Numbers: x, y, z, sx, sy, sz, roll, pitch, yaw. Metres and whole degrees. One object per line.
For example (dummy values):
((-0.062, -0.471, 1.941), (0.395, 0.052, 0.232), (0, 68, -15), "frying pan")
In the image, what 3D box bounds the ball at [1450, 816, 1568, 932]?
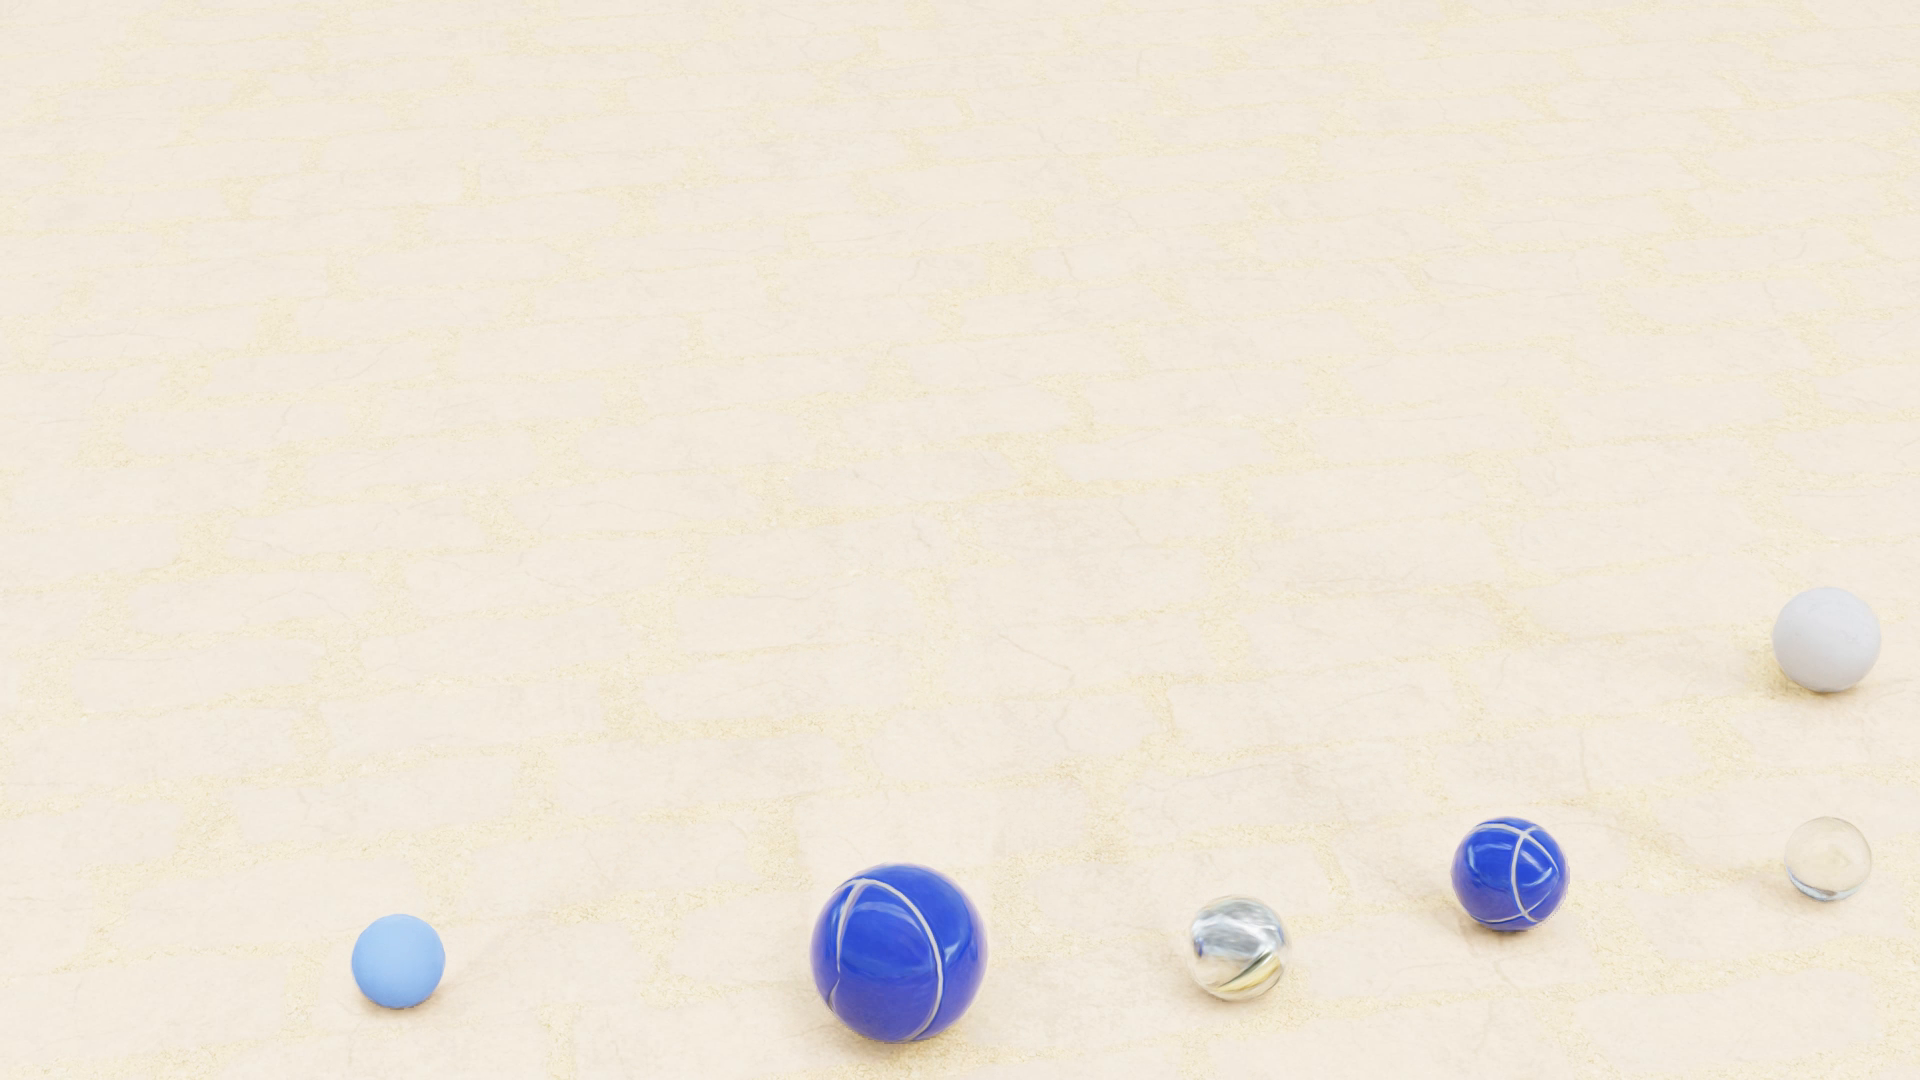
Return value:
((0.263, 0.160, 1.411), (0.055, 0.055, 0.055), (0, 31, 0), "ball")

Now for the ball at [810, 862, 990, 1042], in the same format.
((-0.027, 0.187, 1.339), (0.082, 0.082, 0.082), (0, 31, 0), "ball")

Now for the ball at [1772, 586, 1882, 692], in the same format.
((0.468, 0.054, 1.588), (0.057, 0.057, 0.057), (0, 31, 0), "ball")

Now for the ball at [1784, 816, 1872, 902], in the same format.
((0.423, 0.155, 1.432), (0.041, 0.041, 0.041), (0, 31, 0), "ball")

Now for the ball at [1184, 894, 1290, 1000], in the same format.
((0.129, 0.189, 1.367), (0.049, 0.049, 0.049), (0, 31, 0), "ball")

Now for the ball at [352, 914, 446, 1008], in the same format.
((-0.260, 0.195, 1.364), (0.043, 0.043, 0.043), (0, 31, 0), "ball")
